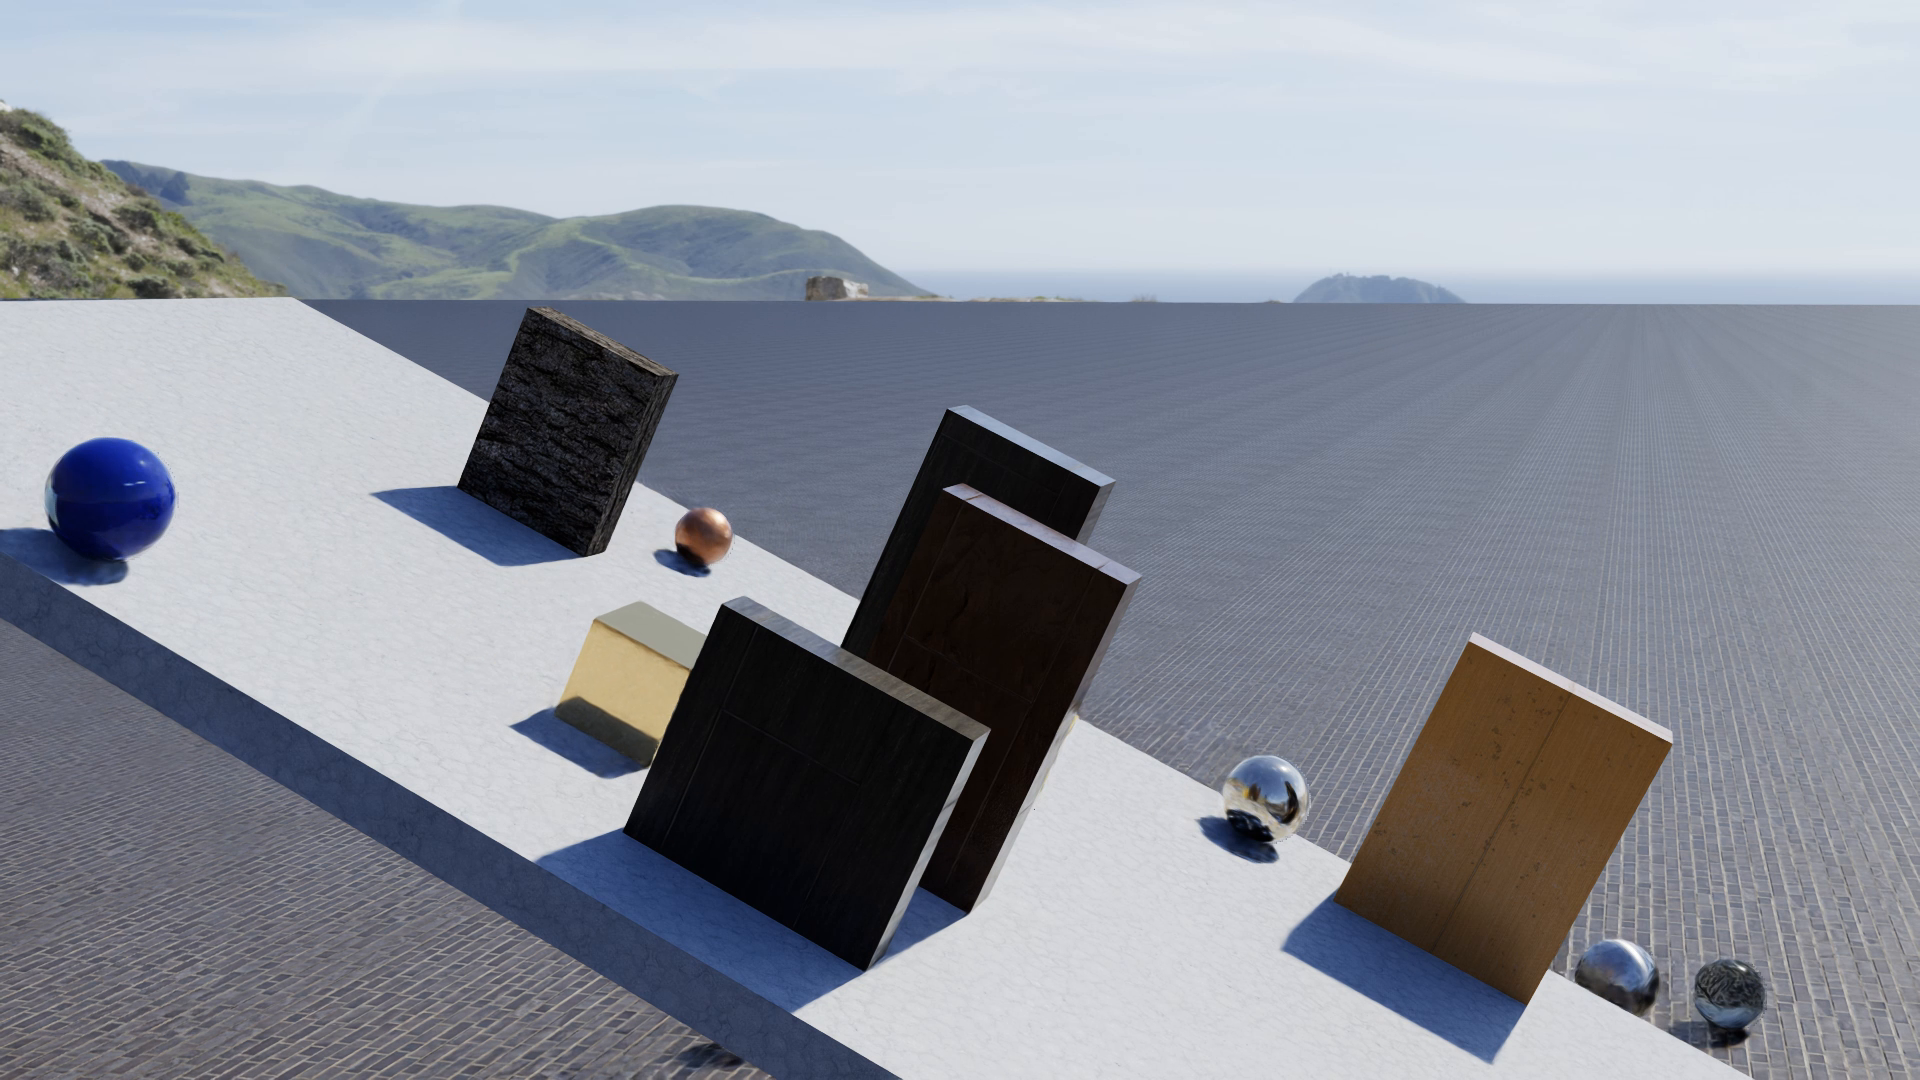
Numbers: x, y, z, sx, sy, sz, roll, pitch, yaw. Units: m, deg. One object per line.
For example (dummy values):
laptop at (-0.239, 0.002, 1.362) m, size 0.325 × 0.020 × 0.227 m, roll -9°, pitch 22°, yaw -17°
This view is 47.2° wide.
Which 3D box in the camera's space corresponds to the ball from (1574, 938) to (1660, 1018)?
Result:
ball at (1.631, 1.093, 5.454) m, size 0.204 × 0.204 × 0.204 m, roll 0°, pitch 7°, yaw 0°

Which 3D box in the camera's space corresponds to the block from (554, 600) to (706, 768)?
block at (-0.549, 0.247, 3.821) m, size 0.192 × 0.192 × 0.192 m, roll 27°, pitch 14°, yaw 10°

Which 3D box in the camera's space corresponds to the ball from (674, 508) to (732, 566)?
ball at (-0.571, -0.008, 4.893) m, size 0.130 × 0.130 × 0.130 m, roll 0°, pitch 7°, yaw 0°

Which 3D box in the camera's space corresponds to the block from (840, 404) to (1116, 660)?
block at (-0.007, 0.131, 4.130) m, size 0.320 × 0.693 × 0.124 m, roll 28°, pitch 14°, yaw 12°

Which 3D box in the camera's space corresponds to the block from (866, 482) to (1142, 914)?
block at (0.010, 0.269, 3.755) m, size 0.350 × 0.636 × 0.116 m, roll 28°, pitch 14°, yaw 12°

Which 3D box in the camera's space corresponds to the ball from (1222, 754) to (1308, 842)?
ball at (0.660, 0.559, 4.760) m, size 0.186 × 0.186 × 0.186 m, roll 0°, pitch 7°, yaw 0°

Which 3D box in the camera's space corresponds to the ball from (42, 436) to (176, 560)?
ball at (-1.374, -0.067, 3.557) m, size 0.201 × 0.201 × 0.201 m, roll 0°, pitch 7°, yaw 0°

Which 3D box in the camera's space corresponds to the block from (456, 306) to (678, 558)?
block at (-0.832, -0.230, 4.652) m, size 0.329 × 0.423 × 0.099 m, roll 28°, pitch 14°, yaw 12°

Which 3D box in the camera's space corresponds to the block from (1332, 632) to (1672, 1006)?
block at (1.118, 0.574, 4.552) m, size 0.443 × 0.624 × 0.124 m, roll 28°, pitch 14°, yaw 12°

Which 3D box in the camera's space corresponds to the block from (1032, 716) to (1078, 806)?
block at (0.101, 0.409, 4.361) m, size 0.181 × 0.181 × 0.181 m, roll 26°, pitch 13°, yaw 7°

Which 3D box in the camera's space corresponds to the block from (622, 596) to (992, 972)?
block at (-0.241, 0.374, 3.404) m, size 0.445 × 0.410 × 0.091 m, roll 28°, pitch 14°, yaw 12°

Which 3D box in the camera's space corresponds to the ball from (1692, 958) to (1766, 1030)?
ball at (1.889, 1.115, 5.404) m, size 0.171 × 0.171 × 0.171 m, roll 0°, pitch 7°, yaw 0°

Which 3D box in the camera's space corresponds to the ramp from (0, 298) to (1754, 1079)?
ramp at (-0.264, 0.451, 4.170) m, size 4.000 × 0.100 × 2.000 m, roll 28°, pitch 14°, yaw 12°
